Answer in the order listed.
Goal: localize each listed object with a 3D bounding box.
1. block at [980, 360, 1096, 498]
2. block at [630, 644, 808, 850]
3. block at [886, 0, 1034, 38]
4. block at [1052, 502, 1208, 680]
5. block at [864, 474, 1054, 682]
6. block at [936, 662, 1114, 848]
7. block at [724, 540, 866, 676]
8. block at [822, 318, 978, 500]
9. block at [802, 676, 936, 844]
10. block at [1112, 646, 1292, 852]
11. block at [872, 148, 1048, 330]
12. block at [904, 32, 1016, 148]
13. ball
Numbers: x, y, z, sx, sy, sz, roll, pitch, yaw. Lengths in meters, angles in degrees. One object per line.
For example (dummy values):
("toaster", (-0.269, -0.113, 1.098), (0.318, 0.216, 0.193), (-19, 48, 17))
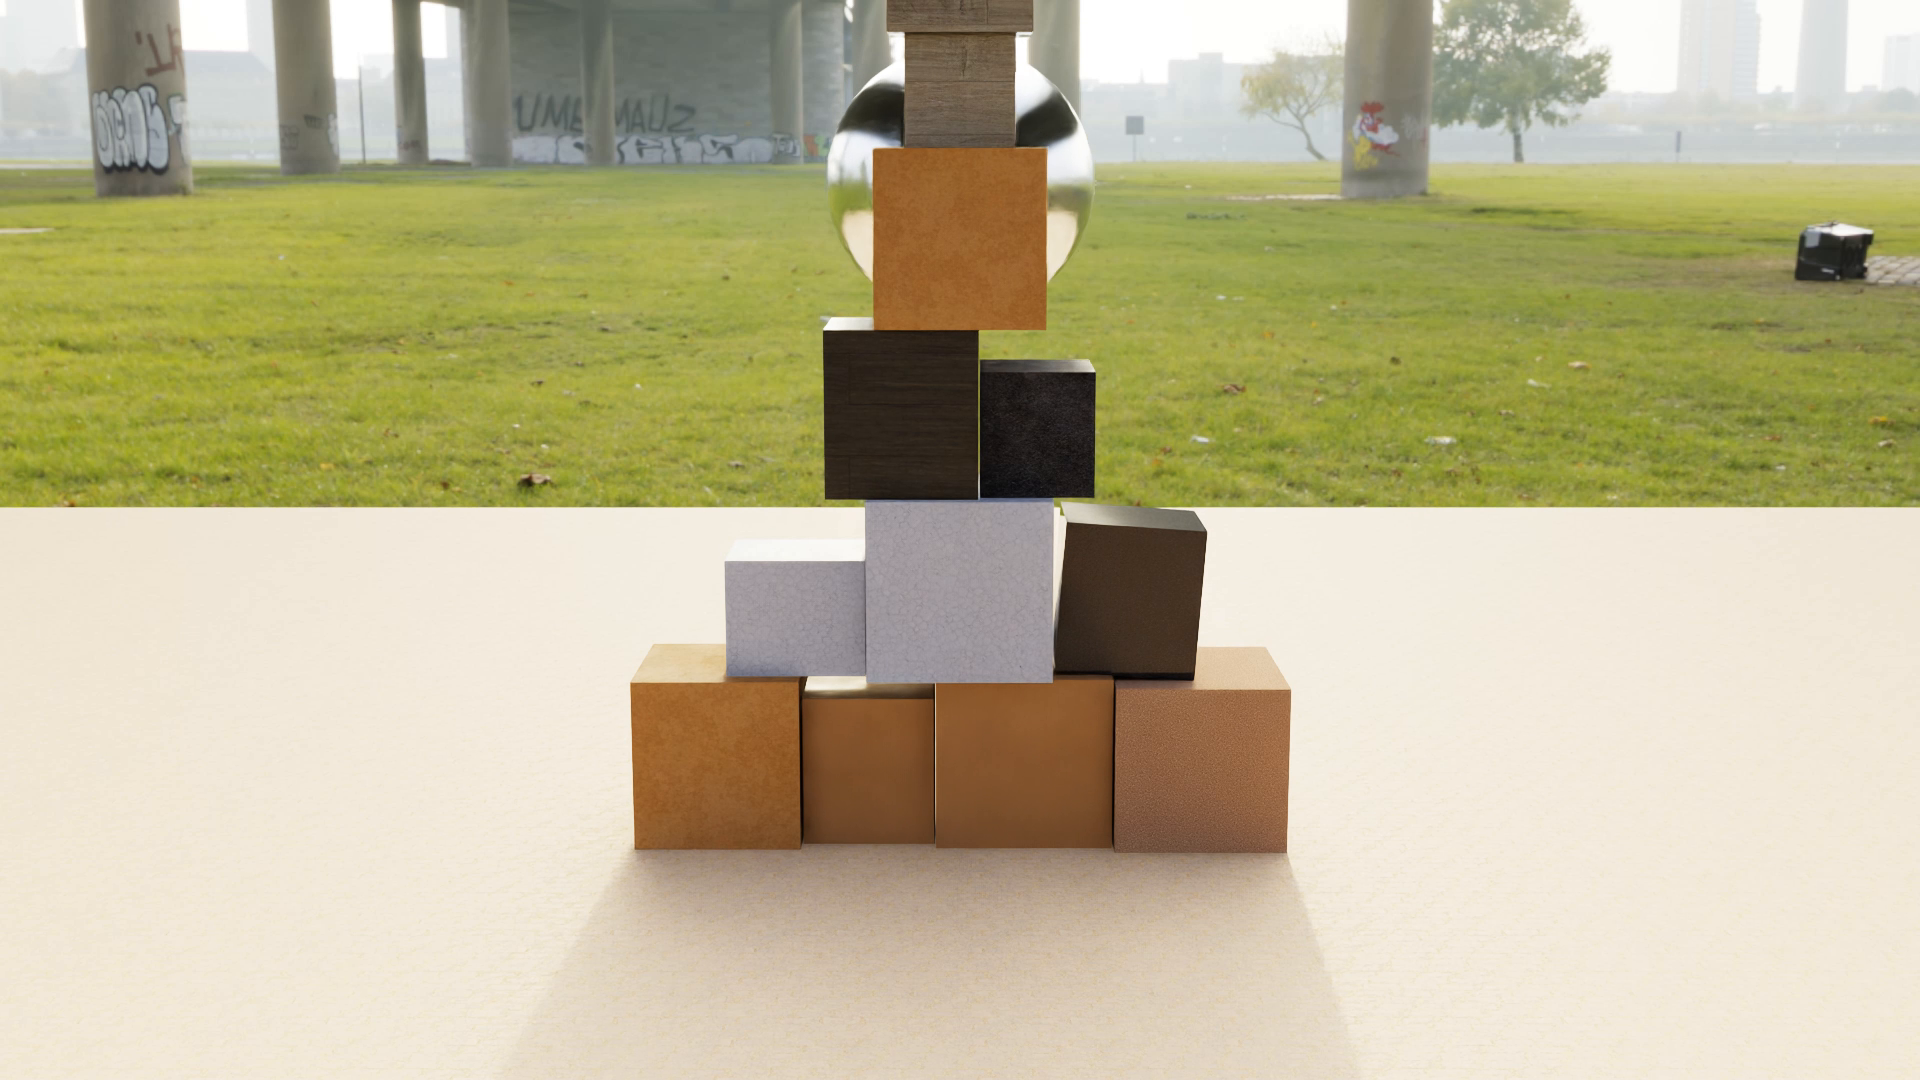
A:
("block", (0.381, -0.568, 11.062), (0.561, 0.621, 0.617), (0, 10, 0))
("block", (-1.216, 1.052, 11.371), (0.833, 0.862, 0.853), (0, 10, 0))
("block", (0.000, -2.788, 10.691), (0.696, 0.650, 0.660), (0, 10, 0))
("block", (0.848, 0.252, 11.235), (0.700, 0.759, 0.631), (4, 10, -1))
("block", (-0.003, 0.178, 11.217), (0.919, 0.902, 0.935), (0, 10, 0))
("block", (0.320, 1.048, 11.377), (0.882, 0.868, 0.824), (0, 10, 0))
("block", (-0.820, 0.340, 11.235), (0.695, 0.588, 0.595), (0, 10, 0))
("block", (-0.285, -0.673, 11.058), (0.752, 0.829, 0.758), (0, 10, 0))
("block", (-0.460, 1.106, 11.375), (0.658, 0.754, 0.660), (0, 10, 0))
("block", (1.202, 1.066, 11.359), (0.861, 0.840, 0.931), (0, 10, 0))
("block", (0.000, -1.506, 10.901), (0.832, 0.865, 0.771), (0, 10, 0))
("block", (0.000, -2.202, 10.797), (0.534, 0.542, 0.561), (0, 10, 0))
("ball", (0.000, -2.132, 13.125), (1.600, 1.600, 1.600), (0, 10, 0))
